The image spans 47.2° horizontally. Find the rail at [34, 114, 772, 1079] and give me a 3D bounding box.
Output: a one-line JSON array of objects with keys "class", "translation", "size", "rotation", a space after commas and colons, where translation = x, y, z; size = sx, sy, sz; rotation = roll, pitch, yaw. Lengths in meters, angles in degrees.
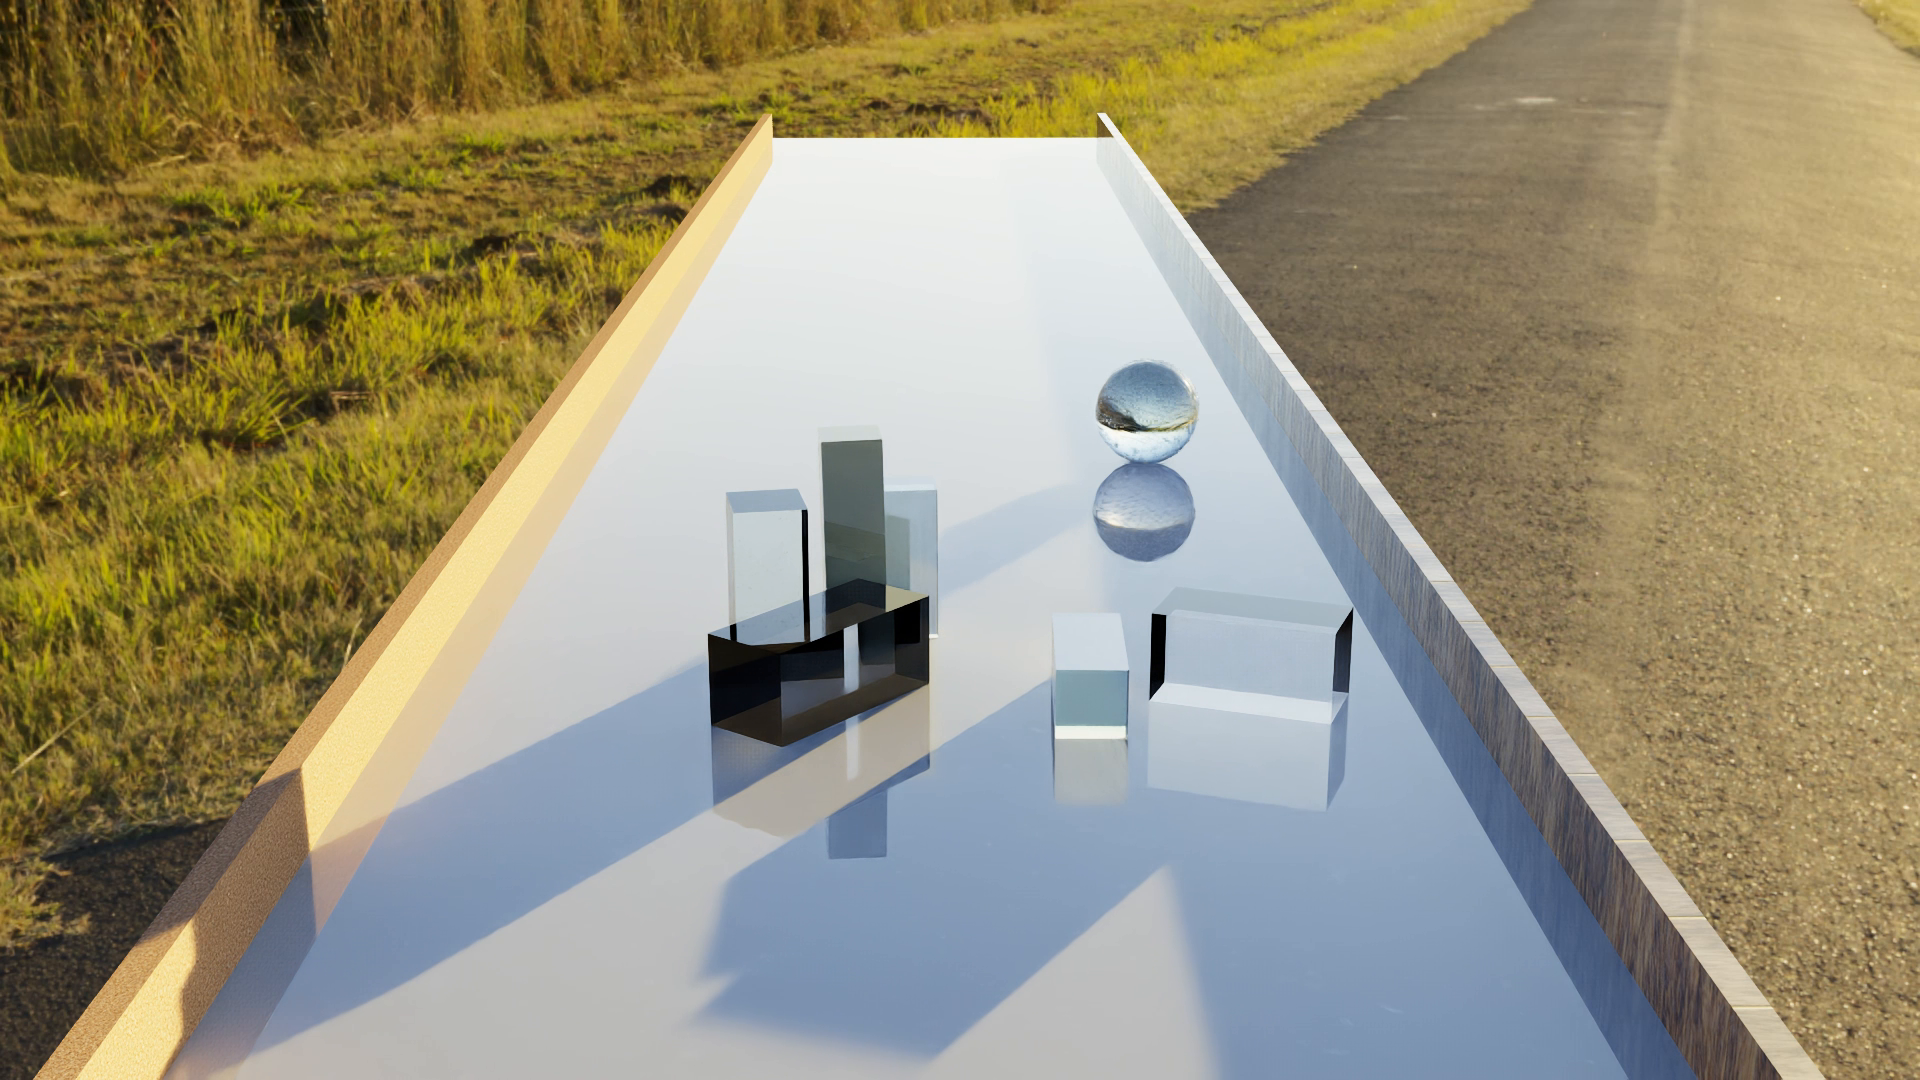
[{"class": "rail", "translation": [-1.118, -0.838, 7.780], "size": [0.050, 0.150, 12.000], "rotation": [0, 17, -1]}]

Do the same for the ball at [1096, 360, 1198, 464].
[{"class": "ball", "translation": [0.500, -0.343, 5.896], "size": [0.276, 0.276, 0.276], "rotation": [0, 17, 0]}]

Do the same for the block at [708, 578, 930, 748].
[{"class": "block", "translation": [-0.260, 0.225, 4.155], "size": [0.179, 0.179, 0.424], "rotation": [13, 21, 36]}]

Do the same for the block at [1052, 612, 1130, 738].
[{"class": "block", "translation": [0.243, 0.252, 4.147], "size": [0.132, 0.132, 0.326], "rotation": [0, 17, 1]}]

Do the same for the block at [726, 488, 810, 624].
[{"class": "block", "translation": [-0.382, 0.080, 4.372], "size": [0.145, 0.330, 0.145], "rotation": [-3, 18, -11]}]

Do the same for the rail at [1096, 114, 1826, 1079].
[{"class": "rail", "translation": [0.932, -0.844, 7.801], "size": [0.050, 0.150, 12.000], "rotation": [0, 17, -1]}]

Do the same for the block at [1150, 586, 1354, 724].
[{"class": "block", "translation": [0.555, 0.216, 4.190], "size": [0.349, 0.176, 0.176], "rotation": [6, 18, 20]}]

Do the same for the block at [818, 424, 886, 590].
[{"class": "block", "translation": [-0.216, 0.001, 4.438], "size": [0.121, 0.446, 0.121], "rotation": [-3, 17, -6]}]

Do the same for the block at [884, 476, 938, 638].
[{"class": "block", "translation": [-0.105, 0.036, 4.548], "size": [0.109, 0.317, 0.109], "rotation": [-2, 17, -5]}]
